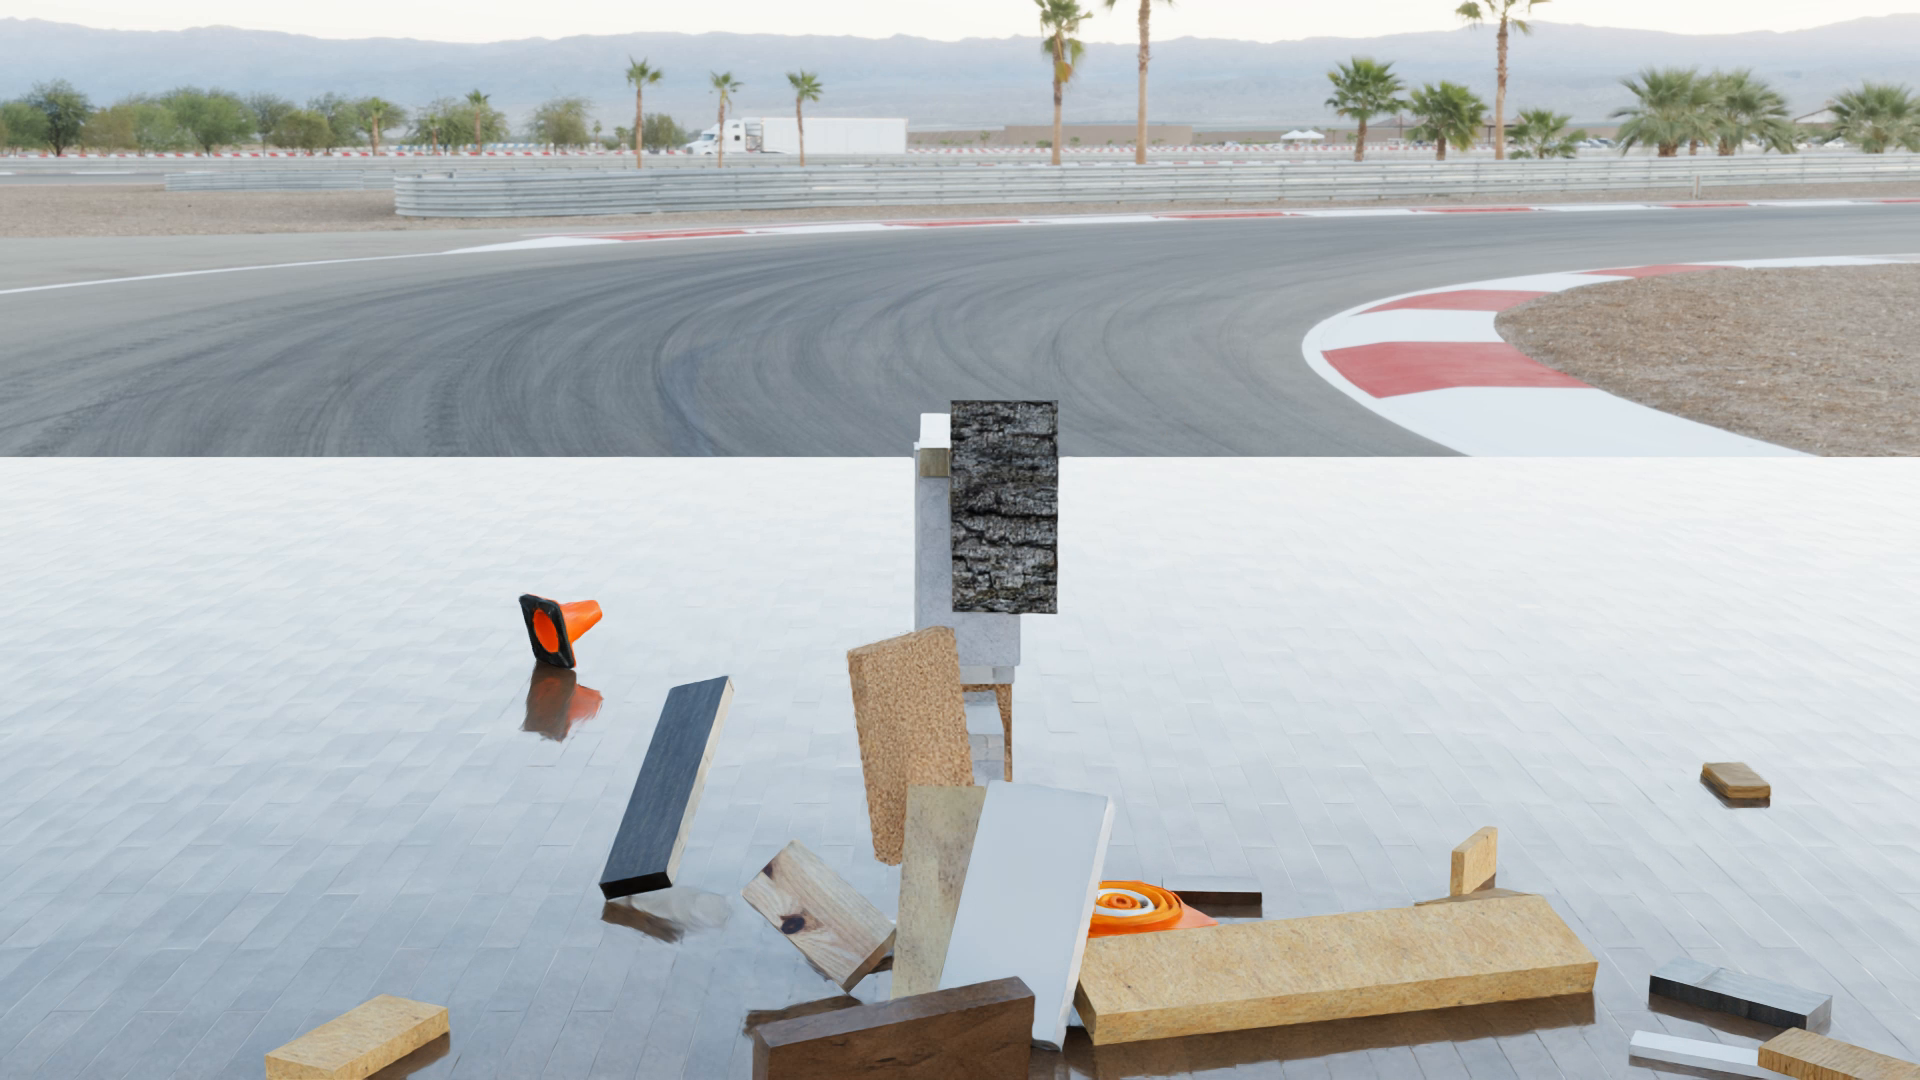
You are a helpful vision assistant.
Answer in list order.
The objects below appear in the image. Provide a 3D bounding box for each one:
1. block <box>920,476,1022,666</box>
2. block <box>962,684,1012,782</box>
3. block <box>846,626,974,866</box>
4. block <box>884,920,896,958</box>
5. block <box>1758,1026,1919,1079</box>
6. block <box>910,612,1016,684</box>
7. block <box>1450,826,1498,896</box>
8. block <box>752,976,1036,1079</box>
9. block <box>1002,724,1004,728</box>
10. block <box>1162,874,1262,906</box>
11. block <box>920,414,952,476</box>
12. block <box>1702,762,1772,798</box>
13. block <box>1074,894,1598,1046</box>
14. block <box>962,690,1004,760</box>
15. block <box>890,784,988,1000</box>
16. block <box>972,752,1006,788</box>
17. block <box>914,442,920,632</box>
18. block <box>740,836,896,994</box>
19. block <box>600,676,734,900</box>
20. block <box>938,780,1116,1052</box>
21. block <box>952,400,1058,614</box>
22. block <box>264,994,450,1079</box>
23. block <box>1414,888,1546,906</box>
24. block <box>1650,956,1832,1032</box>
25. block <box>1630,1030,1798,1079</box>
[{"bbox_3d":[0.017,0.046,3.581,0.165,0.330,0.047,0,22,-2],"label":"block"},{"bbox_3d":[0.002,0.400,3.752,0.172,0.344,0.049,0,10,0],"label":"block"},{"bbox_3d":[-0.069,0.310,3.331,0.165,0.329,0.047,-14,13,-32],"label":"block"},{"bbox_3d":[-0.148,0.625,3.414,0.165,0.023,0.082,-5,13,-24],"label":"block"},{"bbox_3d":[1.174,0.700,2.916,0.097,0.028,0.194,-10,14,-42],"label":"block"},{"bbox_3d":[0.001,0.185,3.832,0.172,0.049,0.344,0,11,-2],"label":"block"},{"bbox_3d":[0.867,0.542,3.707,0.023,0.080,0.160,7,12,32],"label":"block"},{"bbox_3d":[-0.083,0.666,2.749,0.360,0.180,0.051,-5,21,-26],"label":"block"},{"bbox_3d":[0.000,0.448,3.652,0.142,0.284,0.040,0,9,0],"label":"block"},{"bbox_3d":[0.418,0.581,3.654,0.160,0.023,0.080,1,11,3],"label":"block"},{"bbox_3d":[0.017,-0.159,3.623,0.165,0.047,0.330,0,13,-1],"label":"block"},{"bbox_3d":[1.508,0.466,4.275,0.080,0.023,0.160,0,11,0],"label":"block"},{"bbox_3d":[0.541,0.625,3.226,0.776,0.051,0.180,-3,25,-15],"label":"block"},{"bbox_3d":[-0.007,0.299,3.563,0.142,0.040,0.284,0,10,-2],"label":"block"},{"bbox_3d":[-0.004,0.524,3.208,0.165,0.329,0.047,1,-25,8],"label":"block"},{"bbox_3d":[0.000,0.479,3.483,0.142,0.284,0.040,0,2,0],"label":"block"},{"bbox_3d":[0.004,-0.005,3.806,0.165,0.330,0.047,-1,19,-3],"label":"block"},{"bbox_3d":[-0.210,0.562,3.308,0.118,0.034,0.237,-45,56,-15],"label":"block"},{"bbox_3d":[-0.511,0.425,3.890,0.118,0.034,0.613,-12,26,11],"label":"block"},{"bbox_3d":[0.092,0.527,3.120,0.180,0.360,0.051,6,-25,20],"label":"block"},{"bbox_3d":[0.070,-0.053,3.422,0.165,0.329,0.047,0,7,4],"label":"block"},{"bbox_3d":[-0.827,0.692,3.029,0.118,0.034,0.237,5,12,25],"label":"block"},{"bbox_3d":[0.833,0.592,3.526,0.194,0.028,0.097,-3,4,-33],"label":"block"},{"bbox_3d":[1.136,0.662,3.206,0.231,0.028,0.097,9,14,41],"label":"block"},{"bbox_3d":[1.226,0.723,2.912,0.650,0.015,0.054,5,12,25],"label":"block"}]
